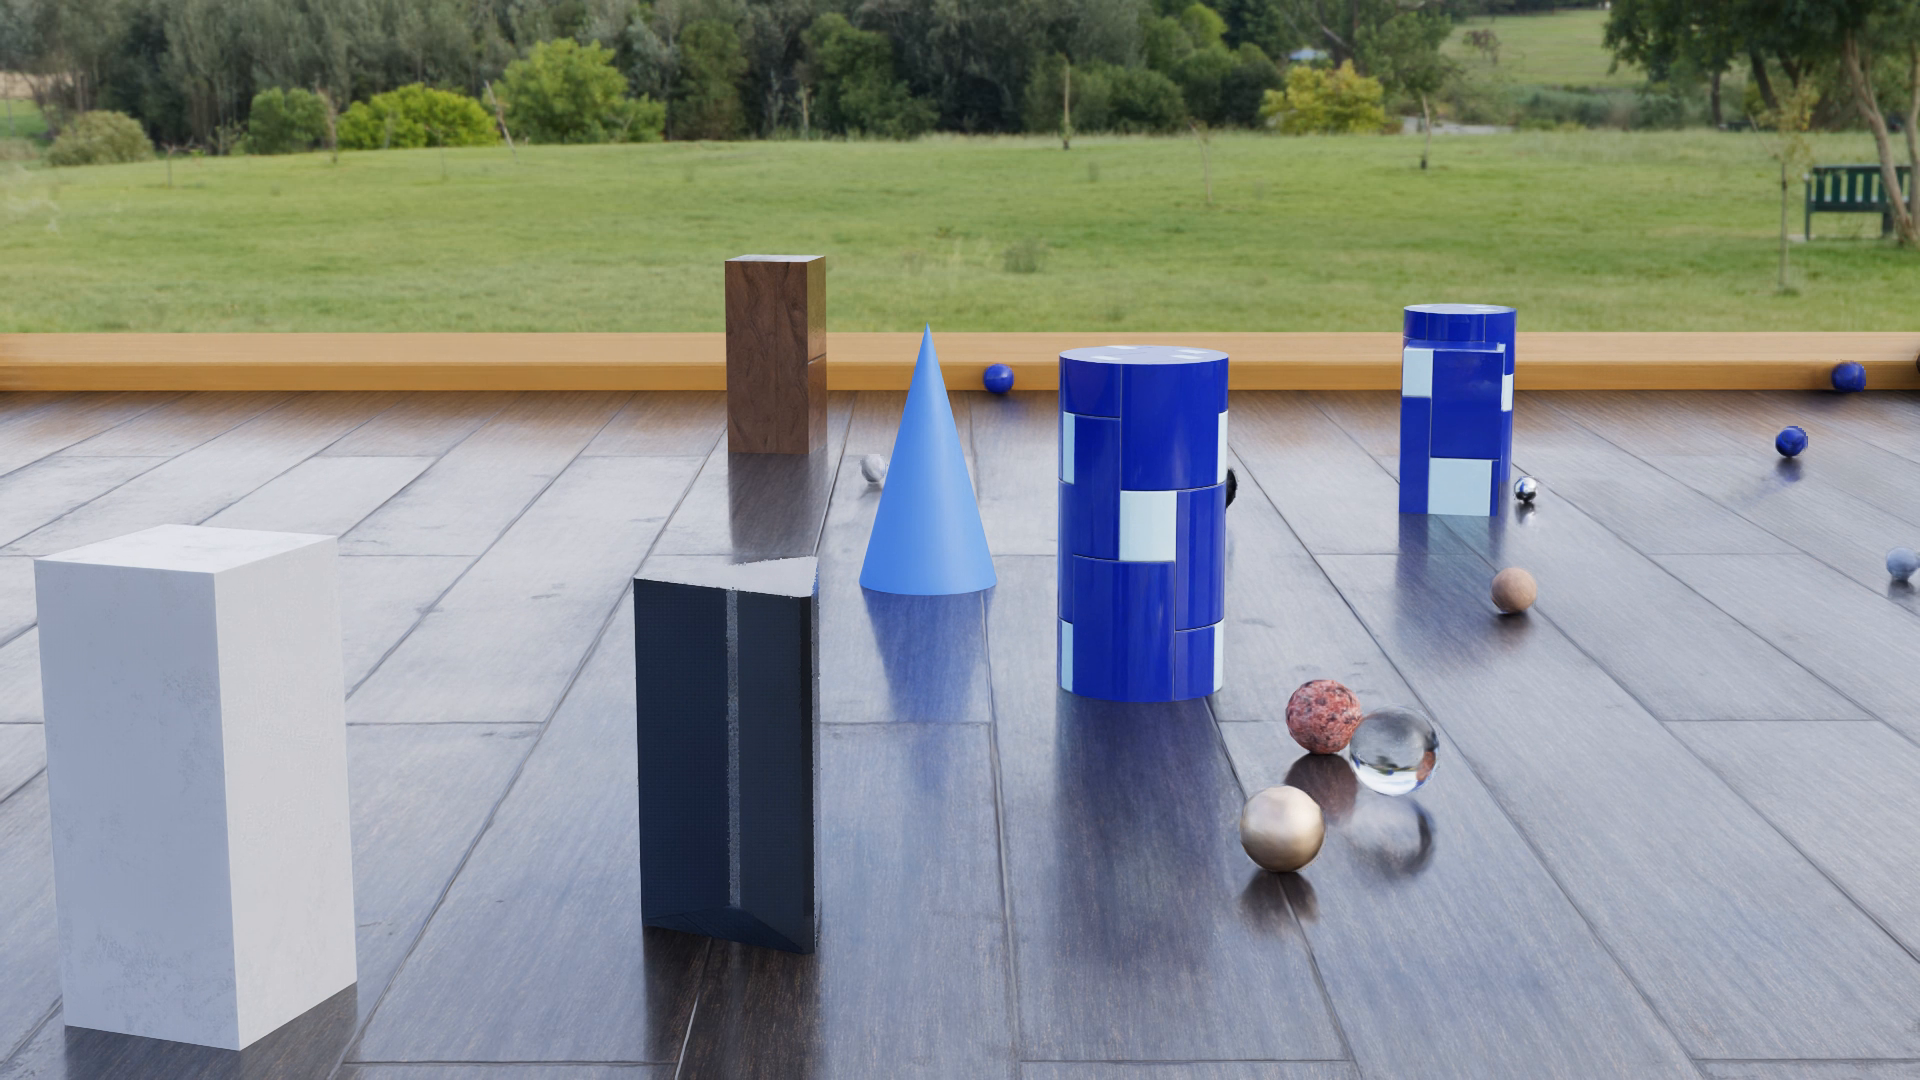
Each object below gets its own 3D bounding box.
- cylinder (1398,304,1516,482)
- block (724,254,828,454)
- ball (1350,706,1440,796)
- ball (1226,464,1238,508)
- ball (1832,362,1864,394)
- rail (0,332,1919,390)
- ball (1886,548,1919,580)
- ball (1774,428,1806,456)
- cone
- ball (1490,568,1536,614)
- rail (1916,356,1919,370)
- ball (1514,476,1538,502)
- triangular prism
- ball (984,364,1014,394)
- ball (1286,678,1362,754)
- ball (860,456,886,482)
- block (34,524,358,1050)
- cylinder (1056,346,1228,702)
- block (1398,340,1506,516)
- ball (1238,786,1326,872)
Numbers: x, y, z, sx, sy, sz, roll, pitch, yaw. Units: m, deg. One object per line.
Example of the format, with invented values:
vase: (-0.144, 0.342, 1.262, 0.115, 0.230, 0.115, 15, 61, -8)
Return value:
cylinder: (0.888, -0.263, 4.584, 0.198, 0.300, 0.198, 0, 10, 0)
block: (-0.351, -0.358, 4.925, 0.159, 0.364, 0.159, 2, 11, 10)
ball: (0.439, 0.212, 2.590, 0.091, 0.091, 0.091, 0, 10, 0)
ball: (0.408, -0.088, 4.207, 0.093, 0.093, 0.093, 0, 10, 0)
ball: (1.995, -0.365, 5.768, 0.070, 0.070, 0.070, 0, 10, 0)
rail: (-0.014, -0.401, 5.797, 4.433, 0.129, 0.045, 0, 10, 0)
ball: (1.352, 0.034, 3.680, 0.046, 0.046, 0.046, 0, 10, 0)
ball: (1.563, -0.184, 4.831, 0.055, 0.055, 0.055, 0, 10, 0)
cone: (-0.046, -0.124, 3.637, 0.198, 0.372, 0.198, 0, 10, 0)
ball: (0.744, 0.068, 3.451, 0.061, 0.061, 0.061, 0, 10, 0)
rail: (2.193, 0.031, 3.461, 0.045, 0.129, 4.824, 0, 10, 0)
ball: (0.957, -0.086, 4.341, 0.041, 0.041, 0.041, 0, 10, 0)
triangular prism: (-0.164, 0.176, 2.207, 0.172, 0.303, 0.149, 6, 12, 28)
ball: (0.088, -0.362, 5.752, 0.069, 0.069, 0.069, 0, 10, 0)
ball: (0.389, 0.189, 2.747, 0.081, 0.081, 0.081, 0, 10, 0)
ball: (-0.153, -0.126, 4.542, 0.045, 0.045, 0.045, 0, 10, 0)
block: (-0.587, 0.185, 1.987, 0.159, 0.365, 0.159, 4, 11, 19)
cylinder: (0.215, -0.023, 3.033, 0.198, 0.393, 0.198, 0, 10, 0)
block: (0.820, -0.188, 4.267, 0.159, 0.269, 0.159, 2, 11, 13)
ball: (0.294, 0.264, 2.345, 0.079, 0.079, 0.079, 0, 10, 0)
